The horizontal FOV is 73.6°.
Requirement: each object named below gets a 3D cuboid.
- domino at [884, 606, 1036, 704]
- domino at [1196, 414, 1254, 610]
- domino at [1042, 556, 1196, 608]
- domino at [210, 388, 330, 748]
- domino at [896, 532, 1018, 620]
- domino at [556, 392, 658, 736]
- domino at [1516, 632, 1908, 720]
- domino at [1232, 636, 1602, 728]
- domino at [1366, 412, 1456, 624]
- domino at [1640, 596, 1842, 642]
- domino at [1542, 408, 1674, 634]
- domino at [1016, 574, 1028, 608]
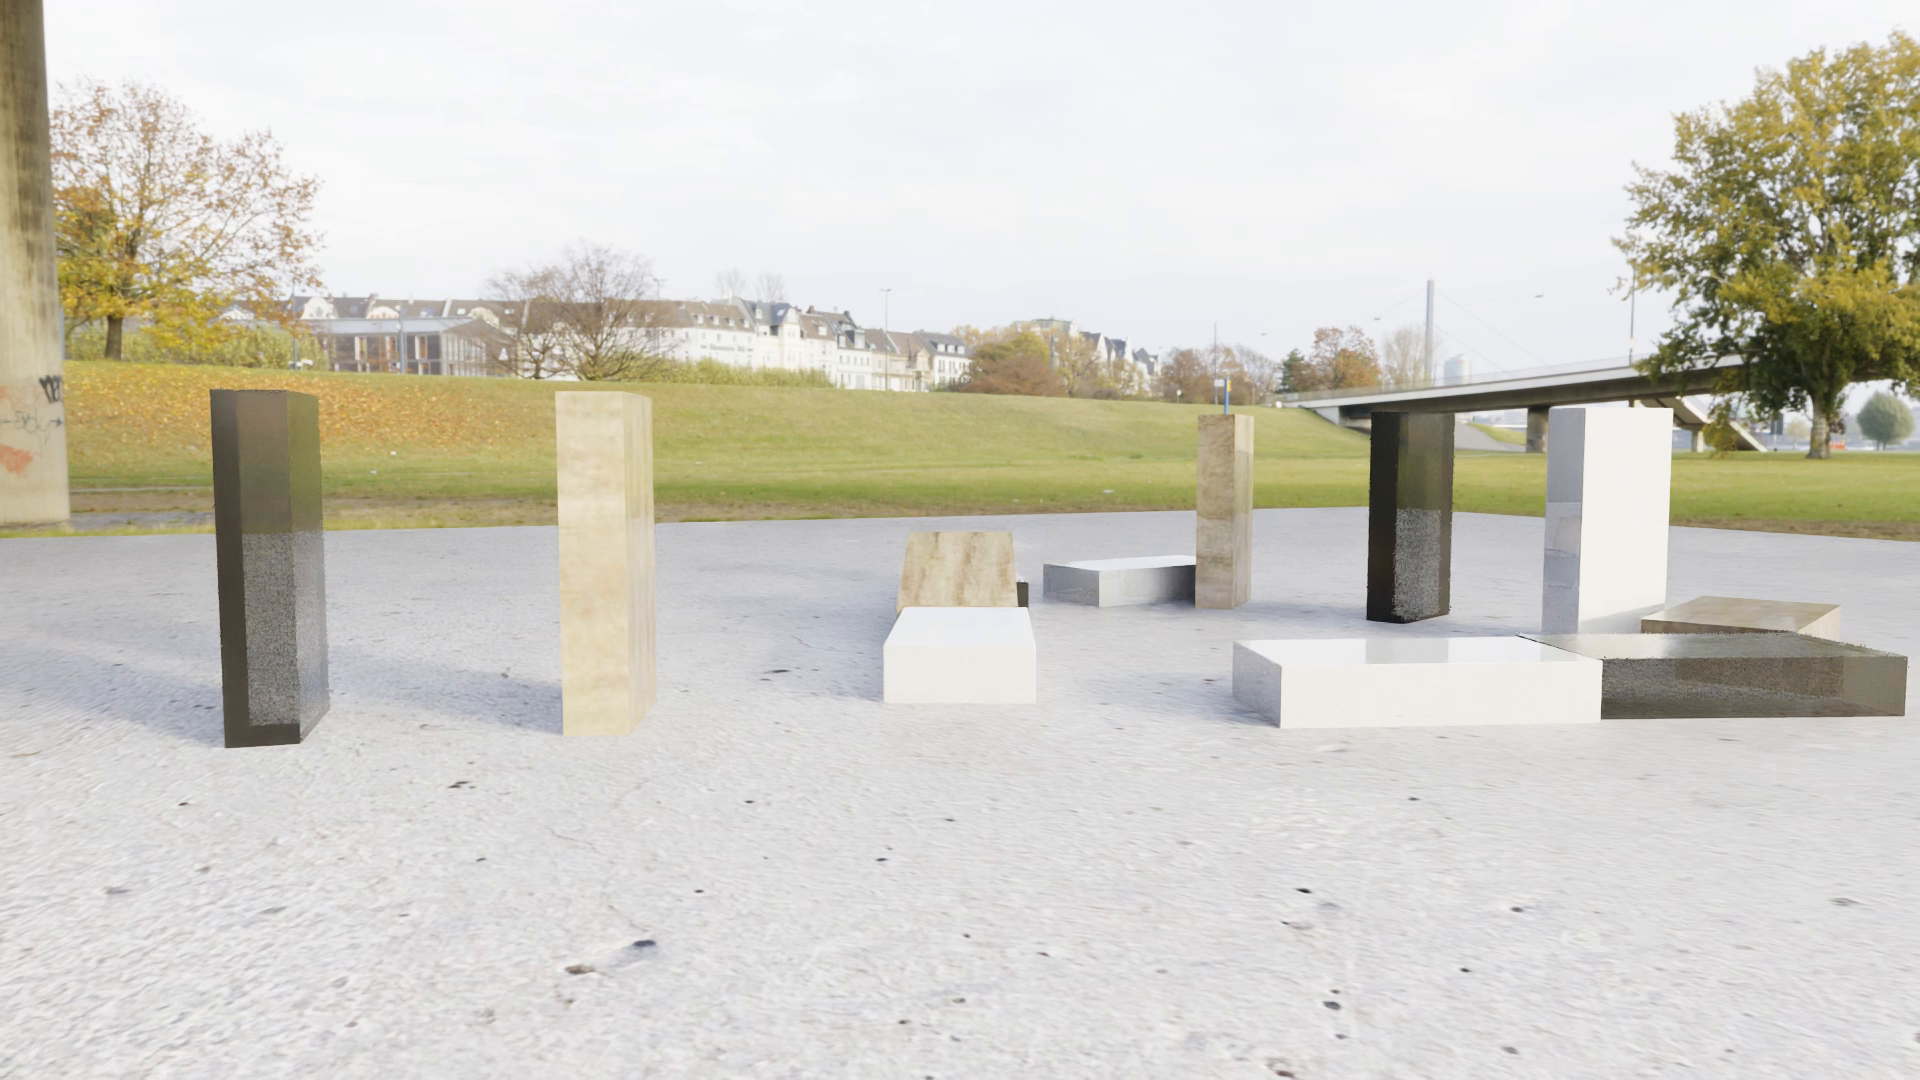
[{"bbox_3d":[0.000,0.020,0.235,0.025,0.009,0.050,0,4,1],"label":"domino"},{"bbox_3d":[0.070,-0.008,0.341,0.009,0.050,0.025,2,5,24],"label":"domino"},{"bbox_3d":[0.051,0.011,0.358,0.050,0.010,0.025,-3,5,-32],"label":"domino"},{"bbox_3d":[-0.102,0.003,0.191,0.010,0.050,0.025,-1,4,-17],"label":"domino"},{"bbox_3d":[0.000,0.010,0.289,0.025,0.009,0.050,0,18,1],"label":"domino"},{"bbox_3d":[-0.054,0.003,0.198,0.009,0.050,0.025,0,4,-4],"label":"domino"},{"bbox_3d":[0.122,0.022,0.211,0.050,0.009,0.025,0,4,-3],"label":"domino"},{"bbox_3d":[0.072,0.022,0.206,0.050,0.009,0.025,0,4,-5],"label":"domino"},{"bbox_3d":[0.110,-0.006,0.313,0.009,0.050,0.025,4,6,44],"label":"domino"},{"bbox_3d":[0.155,0.019,0.253,0.025,0.009,0.050,4,6,42],"label":"domino"},{"bbox_3d":[0.138,-0.003,0.274,0.025,0.050,0.010,-2,5,-22],"label":"domino"},{"bbox_3d":[0.002,0.013,0.332,0.025,0.009,0.050,0,4,-5],"label":"domino"}]
